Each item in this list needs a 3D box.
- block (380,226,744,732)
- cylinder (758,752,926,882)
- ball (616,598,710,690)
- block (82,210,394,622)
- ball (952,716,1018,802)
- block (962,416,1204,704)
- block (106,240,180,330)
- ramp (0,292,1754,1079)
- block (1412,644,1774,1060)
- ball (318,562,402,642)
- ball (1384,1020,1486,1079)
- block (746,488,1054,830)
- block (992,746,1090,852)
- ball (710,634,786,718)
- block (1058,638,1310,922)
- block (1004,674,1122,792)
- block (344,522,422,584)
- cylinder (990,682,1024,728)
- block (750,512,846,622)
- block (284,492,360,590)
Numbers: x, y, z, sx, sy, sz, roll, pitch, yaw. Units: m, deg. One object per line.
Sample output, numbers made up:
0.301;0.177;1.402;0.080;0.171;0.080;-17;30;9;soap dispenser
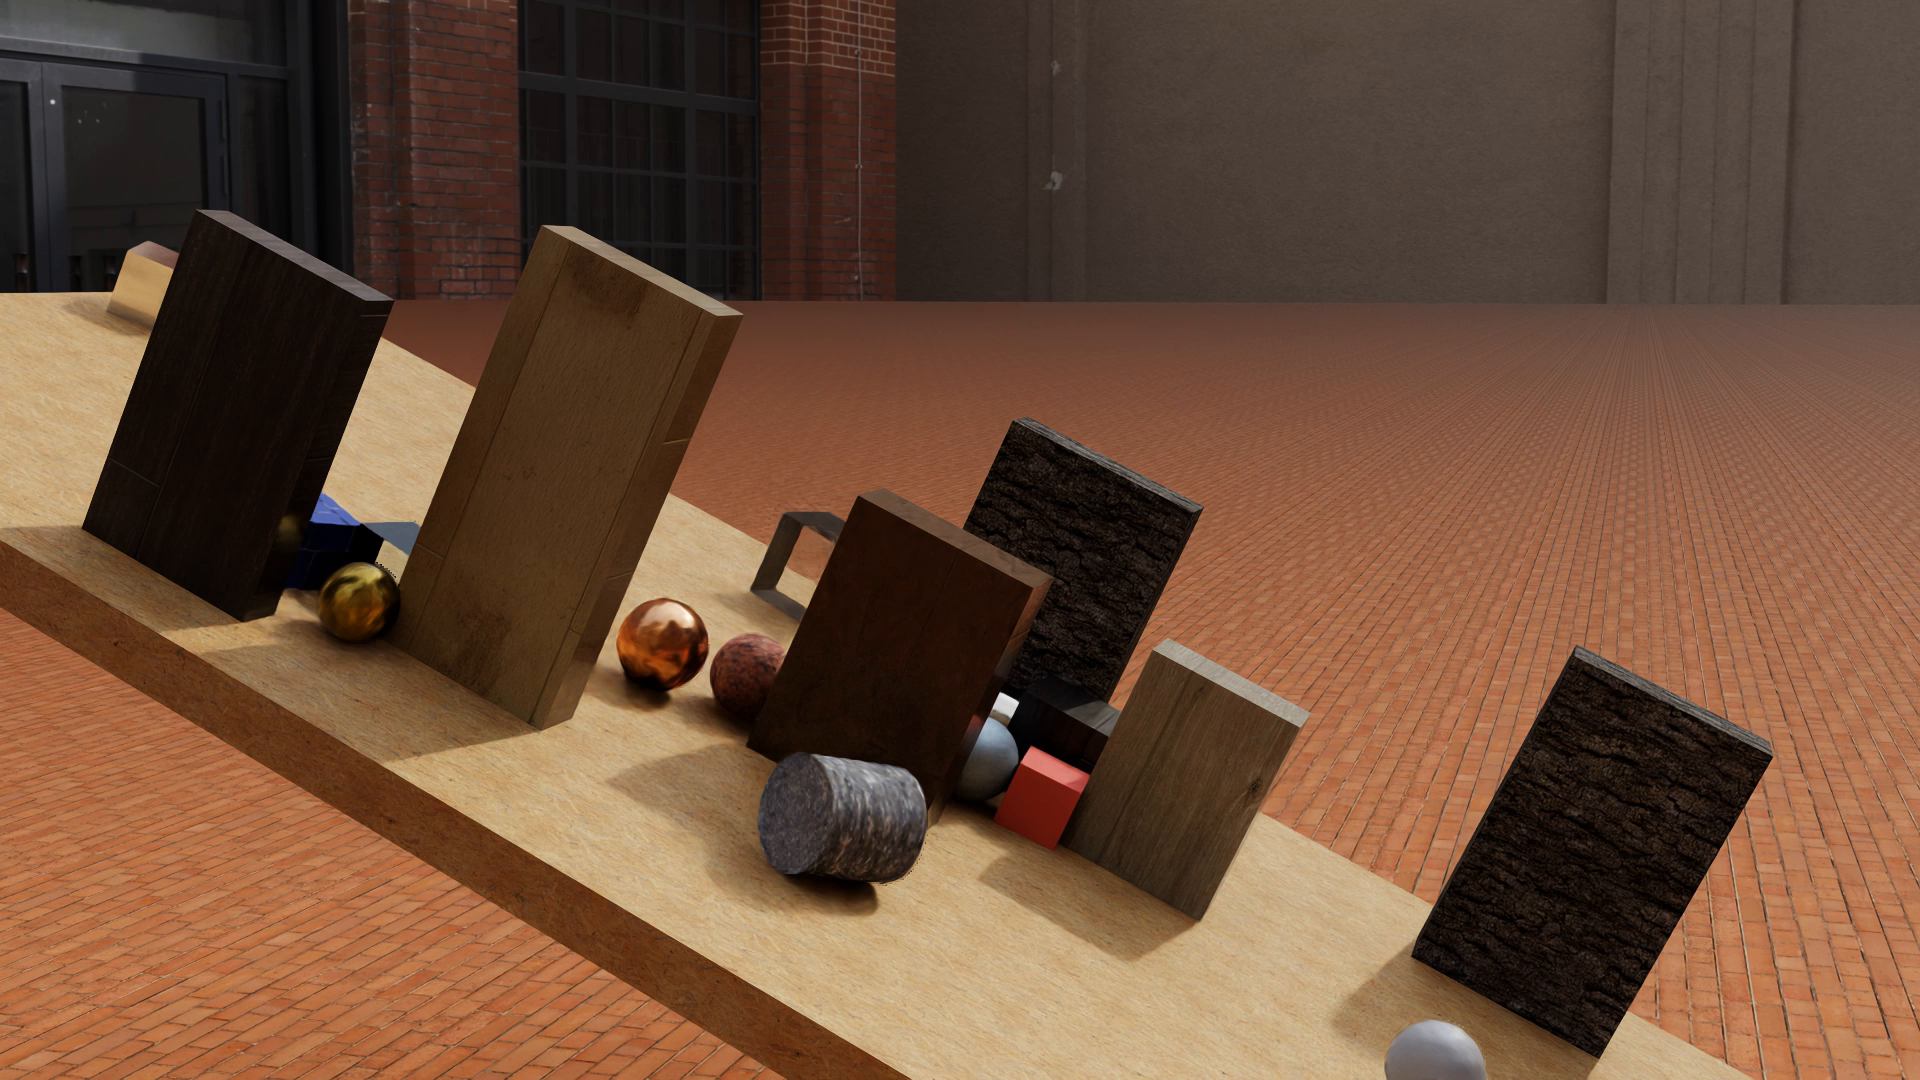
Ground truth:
-0.670;-0.102;3.658;0.337;0.762;0.112;28;14;12;block
-0.192;0.456;3.597;0.195;0.195;0.195;13;-3;-40;cylinder
-0.546;0.191;4.041;0.169;0.169;0.169;0;7;0;ball
-1.172;-0.200;3.557;0.334;0.572;0.085;28;14;12;block
0.030;0.417;4.204;0.165;0.165;0.165;0;7;0;ball
0.175;0.123;4.566;0.416;0.633;0.115;28;14;12;block
-1.741;-0.545;4.785;0.146;0.146;0.146;23;14;-9;block
-0.260;0.442;4.168;4.000;0.100;2.000;28;14;12;ramp
1.264;0.625;4.428;0.415;0.704;0.148;28;14;12;block
-0.998;0.103;3.655;0.134;0.134;0.134;0;7;0;ball
0.806;0.900;3.729;0.168;0.168;0.168;0;7;0;ball
-0.110;0.220;3.958;0.355;0.512;0.142;28;14;12;block
0.157;0.494;4.215;0.128;0.128;0.128;26;14;6;block
-0.388;0.254;4.105;0.157;0.157;0.157;0;7;0;ball
0.427;0.455;4.199;0.309;0.425;0.141;28;14;12;block
0.203;0.421;4.414;0.202;0.202;0.202;28;14;13;block
-0.979;0.060;3.849;0.135;0.135;0.135;31;15;23;block
0.022;0.349;4.429;0.175;0.175;0.175;27;12;10;cylinder
-0.303;0.069;4.874;0.195;0.195;0.195;31;15;23;block
-1.141;-0.001;3.812;0.128;0.128;0.128;34;16;33;block
